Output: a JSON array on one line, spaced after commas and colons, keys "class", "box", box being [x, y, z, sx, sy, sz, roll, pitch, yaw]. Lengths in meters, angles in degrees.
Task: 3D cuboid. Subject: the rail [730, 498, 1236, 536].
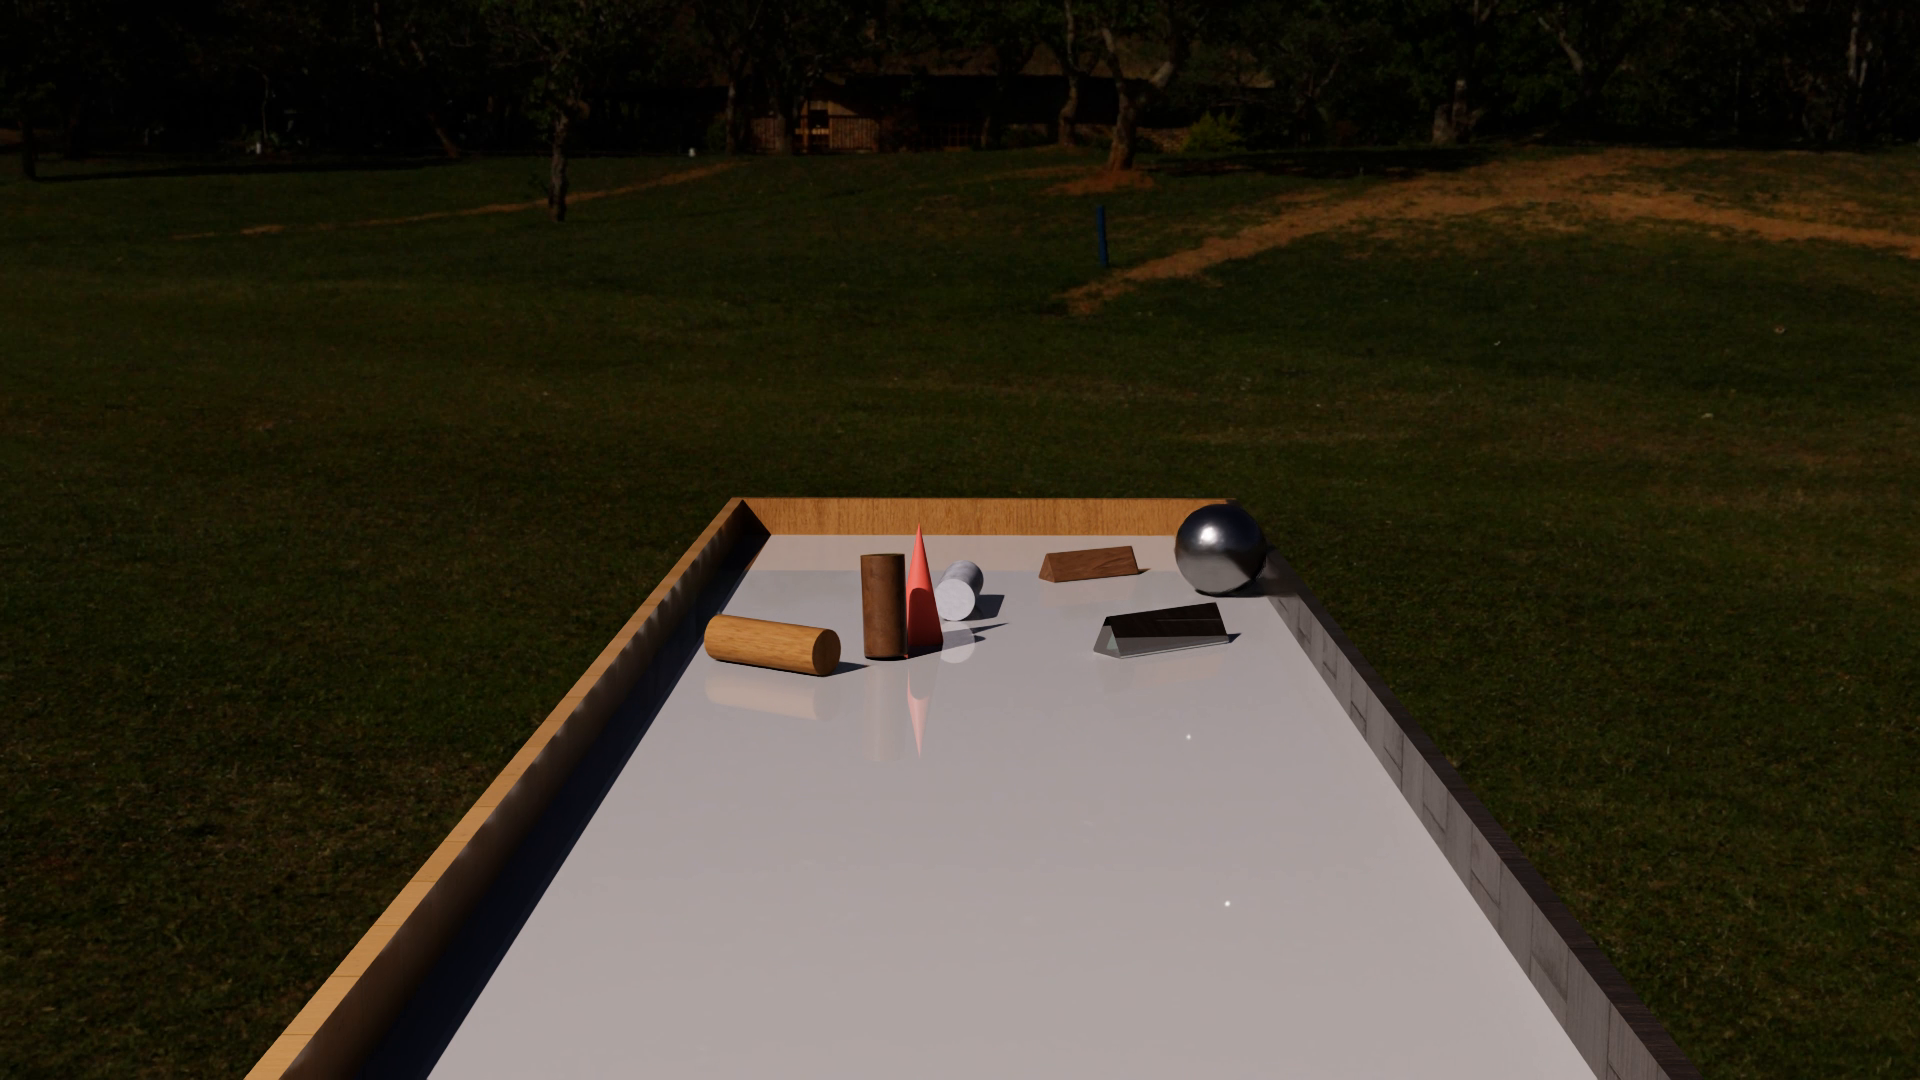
[{"class": "rail", "box": [0.099, -0.098, 9.147, 2.100, 0.150, 0.050, 0, 9, 1]}]

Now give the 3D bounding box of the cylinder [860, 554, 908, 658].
[{"class": "cylinder", "box": [-0.231, 0.199, 6.730, 0.137, 0.307, 0.137, -2, 3, 0]}]

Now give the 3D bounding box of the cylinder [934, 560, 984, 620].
[{"class": "cylinder", "box": [-0.004, 0.169, 7.482, 0.141, 0.141, 0.379, 1, 9, 5]}]

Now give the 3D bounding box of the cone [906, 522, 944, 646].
[{"class": "cone", "box": [-0.128, 0.132, 6.951, 0.154, 0.383, 0.154, 0, 9, 0]}]

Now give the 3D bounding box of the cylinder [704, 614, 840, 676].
[{"class": "cylinder", "box": [-0.564, 0.313, 6.589, 0.414, 0.139, 0.139, 6, 11, 34]}]

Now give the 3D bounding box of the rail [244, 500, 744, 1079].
[{"class": "rail", "box": [-1.004, 0.839, 3.234, 0.050, 0.150, 12.000, 0, 9, 1]}]

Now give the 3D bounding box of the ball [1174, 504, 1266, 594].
[{"class": "ball", "box": [0.920, 0.032, 7.773, 0.323, 0.323, 0.323, 0, 9, 0]}]

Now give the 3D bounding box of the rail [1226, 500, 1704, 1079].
[{"class": "rail", "box": [1.046, 0.843, 3.208, 0.050, 0.150, 12.000, 0, 9, 1]}]

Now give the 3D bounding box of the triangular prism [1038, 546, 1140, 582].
[{"class": "triangular prism", "box": [0.480, 0.084, 8.150, 0.370, 0.098, 0.114, -5, 10, -29]}]

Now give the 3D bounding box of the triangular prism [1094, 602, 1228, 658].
[{"class": "triangular prism", "box": [0.632, 0.274, 6.878, 0.434, 0.118, 0.137, -6, 10, -33]}]
